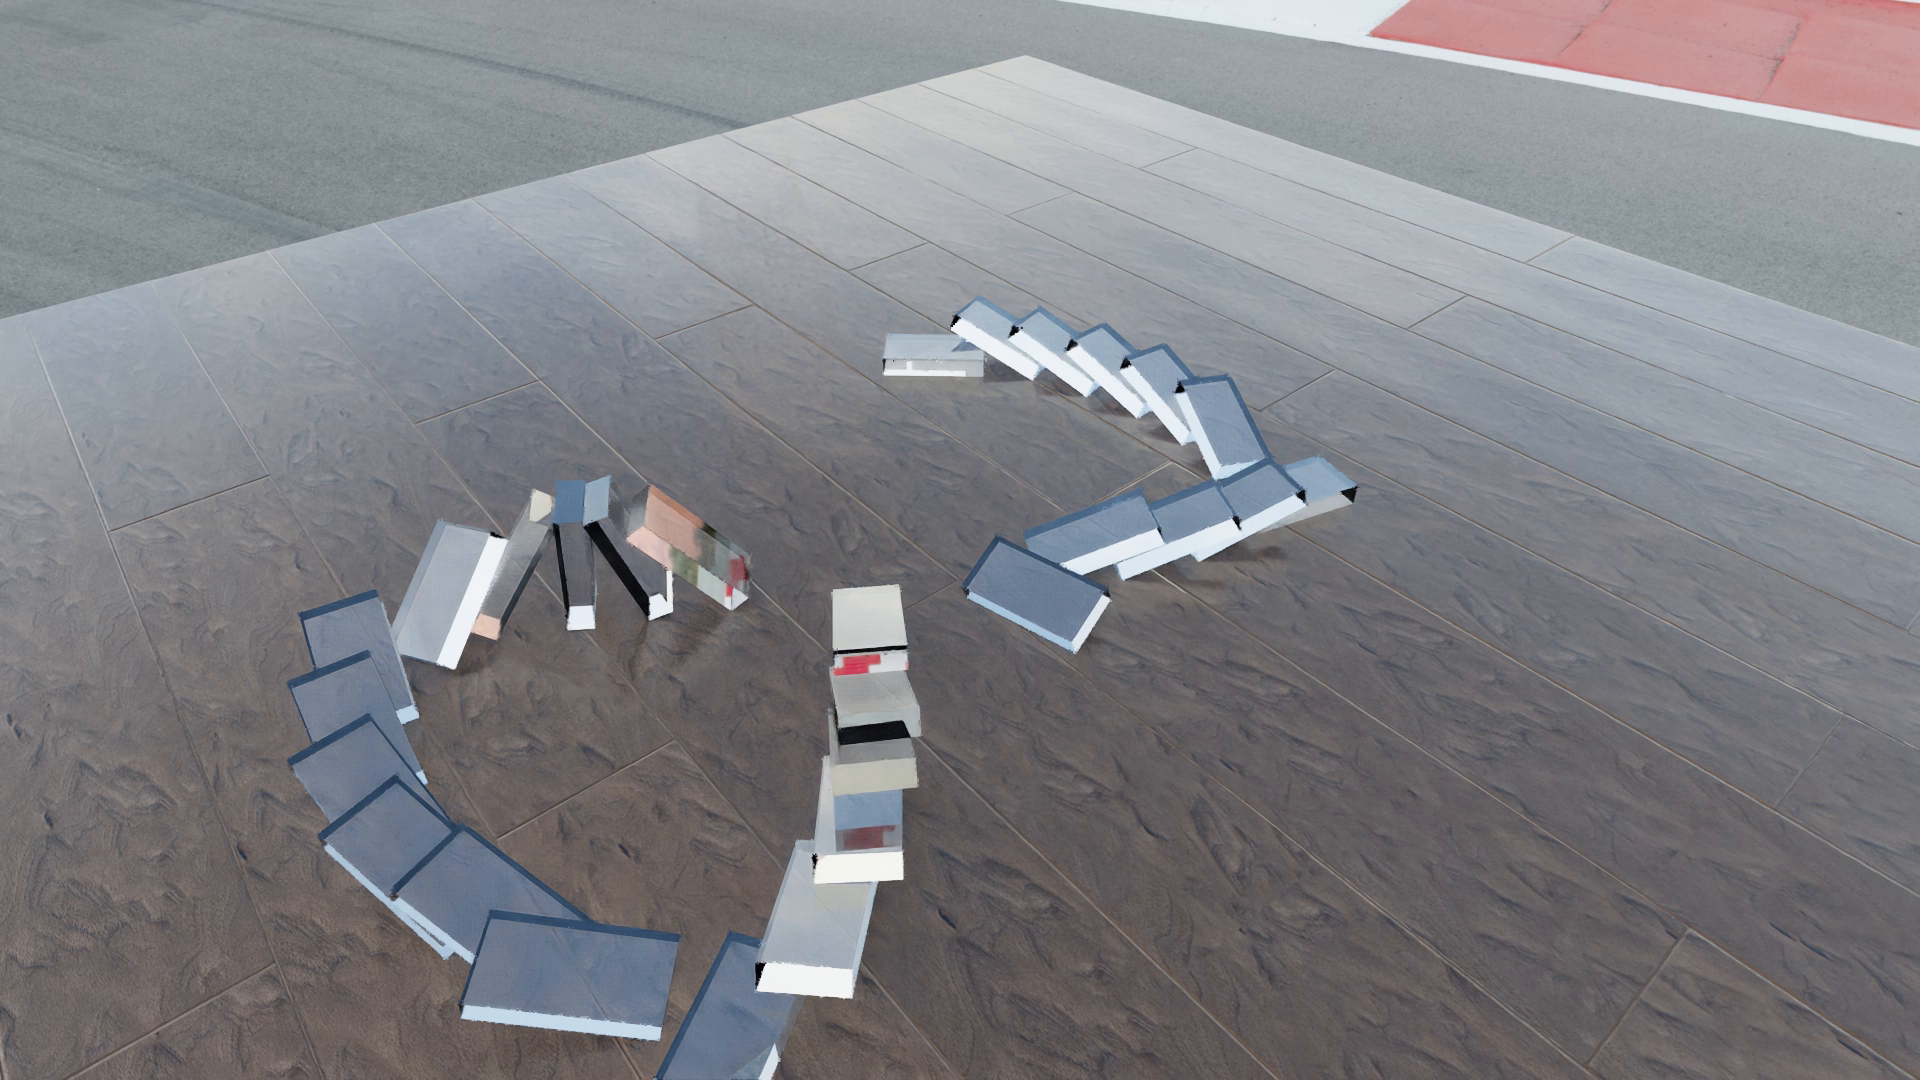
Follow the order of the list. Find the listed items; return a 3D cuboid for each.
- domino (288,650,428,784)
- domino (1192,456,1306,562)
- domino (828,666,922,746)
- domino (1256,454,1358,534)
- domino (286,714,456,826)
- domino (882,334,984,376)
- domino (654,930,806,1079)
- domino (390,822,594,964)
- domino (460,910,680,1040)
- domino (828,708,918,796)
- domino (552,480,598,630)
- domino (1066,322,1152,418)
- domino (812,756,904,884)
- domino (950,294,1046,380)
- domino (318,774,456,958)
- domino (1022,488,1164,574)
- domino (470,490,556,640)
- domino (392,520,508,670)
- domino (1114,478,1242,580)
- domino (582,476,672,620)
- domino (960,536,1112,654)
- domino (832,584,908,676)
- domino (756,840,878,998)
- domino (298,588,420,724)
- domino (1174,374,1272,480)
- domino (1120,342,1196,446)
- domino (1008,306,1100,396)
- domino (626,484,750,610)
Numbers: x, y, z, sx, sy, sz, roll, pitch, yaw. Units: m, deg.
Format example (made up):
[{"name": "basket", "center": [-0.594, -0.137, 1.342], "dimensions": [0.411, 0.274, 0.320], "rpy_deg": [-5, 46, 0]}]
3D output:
[{"name": "domino", "center": [-0.195, 0.062, 0.356], "dimensions": [0.025, 0.010, 0.050], "rpy_deg": [-25, 64, -27]}, {"name": "domino", "center": [0.112, -0.013, 0.448], "dimensions": [0.050, 0.010, 0.025], "rpy_deg": [-27, 44, -5]}, {"name": "domino", "center": [-0.029, 0.052, 0.360], "dimensions": [0.025, 0.010, 0.050], "rpy_deg": [-5, 12, -9]}, {"name": "domino", "center": [0.140, -0.020, 0.468], "dimensions": [0.050, 0.009, 0.025], "rpy_deg": [-16, 42, -19]}, {"name": "domino", "center": [-0.178, 0.079, 0.334], "dimensions": [0.050, 0.009, 0.025], "rpy_deg": [43, 53, 17]}, {"name": "domino", "center": [-0.013, -0.094, 0.558], "dimensions": [0.050, 0.009, 0.025], "rpy_deg": [1, 39, 1]}, {"name": "domino", "center": [-0.059, 0.129, 0.286], "dimensions": [0.025, 0.009, 0.050], "rpy_deg": [11, 41, 13]}, {"name": "domino", "center": [-0.129, 0.104, 0.305], "dimensions": [0.050, 0.009, 0.025], "rpy_deg": [33, 47, 9]}, {"name": "domino", "center": [-0.102, 0.115, 0.291], "dimensions": [0.050, 0.010, 0.025], "rpy_deg": [11, 45, -10]}, {"name": "domino", "center": [-0.028, 0.065, 0.347], "dimensions": [0.025, 0.009, 0.050], "rpy_deg": [-4, 11, -7]}, {"name": "domino", "center": [-0.141, 0.006, 0.404], "dimensions": [0.010, 0.050, 0.025], "rpy_deg": [-3, 39, -14]}, {"name": "domino", "center": [0.078, -0.083, 0.532], "dimensions": [0.025, 0.010, 0.050], "rpy_deg": [-31, 67, -32]}, {"name": "domino", "center": [-0.030, 0.083, 0.331], "dimensions": [0.025, 0.009, 0.050], "rpy_deg": [-2, 22, -2]}, {"name": "domino", "center": [0.023, -0.103, 0.557], "dimensions": [0.050, 0.010, 0.025], "rpy_deg": [33, 47, 9]}, {"name": "domino", "center": [-0.156, 0.093, 0.317], "dimensions": [0.050, 0.009, 0.025], "rpy_deg": [35, 49, 11]}, {"name": "domino", "center": [0.052, -0.001, 0.432], "dimensions": [0.050, 0.010, 0.025], "rpy_deg": [-20, 41, 3]}, {"name": "domino", "center": [-0.162, 0.009, 0.401], "dimensions": [0.009, 0.050, 0.025], "rpy_deg": [25, 18, -28]}, {"name": "domino", "center": [-0.186, 0.019, 0.398], "dimensions": [0.025, 0.009, 0.050], "rpy_deg": [10, 72, 19]}, {"name": "domino", "center": [0.083, -0.005, 0.437], "dimensions": [0.050, 0.009, 0.025], "rpy_deg": [-22, 42, 2]}, {"name": "domino", "center": [-0.122, 0.003, 0.407], "dimensions": [0.009, 0.050, 0.025], "rpy_deg": [-21, 41, 1]}, {"name": "domino", "center": [0.028, 0.020, 0.412], "dimensions": [0.050, 0.010, 0.025], "rpy_deg": [26, 71, 28]}, {"name": "domino", "center": [-0.033, 0.031, 0.394], "dimensions": [0.025, 0.009, 0.050], "rpy_deg": [-4, 22, -5]}, {"name": "domino", "center": [-0.038, 0.104, 0.306], "dimensions": [0.025, 0.010, 0.050], "rpy_deg": [3, 22, 4]}, {"name": "domino", "center": [-0.207, 0.043, 0.379], "dimensions": [0.025, 0.010, 0.050], "rpy_deg": [-20, 62, -23]}, {"name": "domino", "center": [0.118, -0.051, 0.494], "dimensions": [0.025, 0.009, 0.050], "rpy_deg": [-9, 58, -13]}, {"name": "domino", "center": [0.100, -0.069, 0.515], "dimensions": [0.025, 0.010, 0.050], "rpy_deg": [-23, 63, -25]}, {"name": "domino", "center": [0.051, -0.094, 0.546], "dimensions": [0.050, 0.010, 0.025], "rpy_deg": [38, 50, 14]}, {"name": "domino", "center": [-0.101, 0.003, 0.412], "dimensions": [0.010, 0.050, 0.025], "rpy_deg": [-36, 35, 20]}]
